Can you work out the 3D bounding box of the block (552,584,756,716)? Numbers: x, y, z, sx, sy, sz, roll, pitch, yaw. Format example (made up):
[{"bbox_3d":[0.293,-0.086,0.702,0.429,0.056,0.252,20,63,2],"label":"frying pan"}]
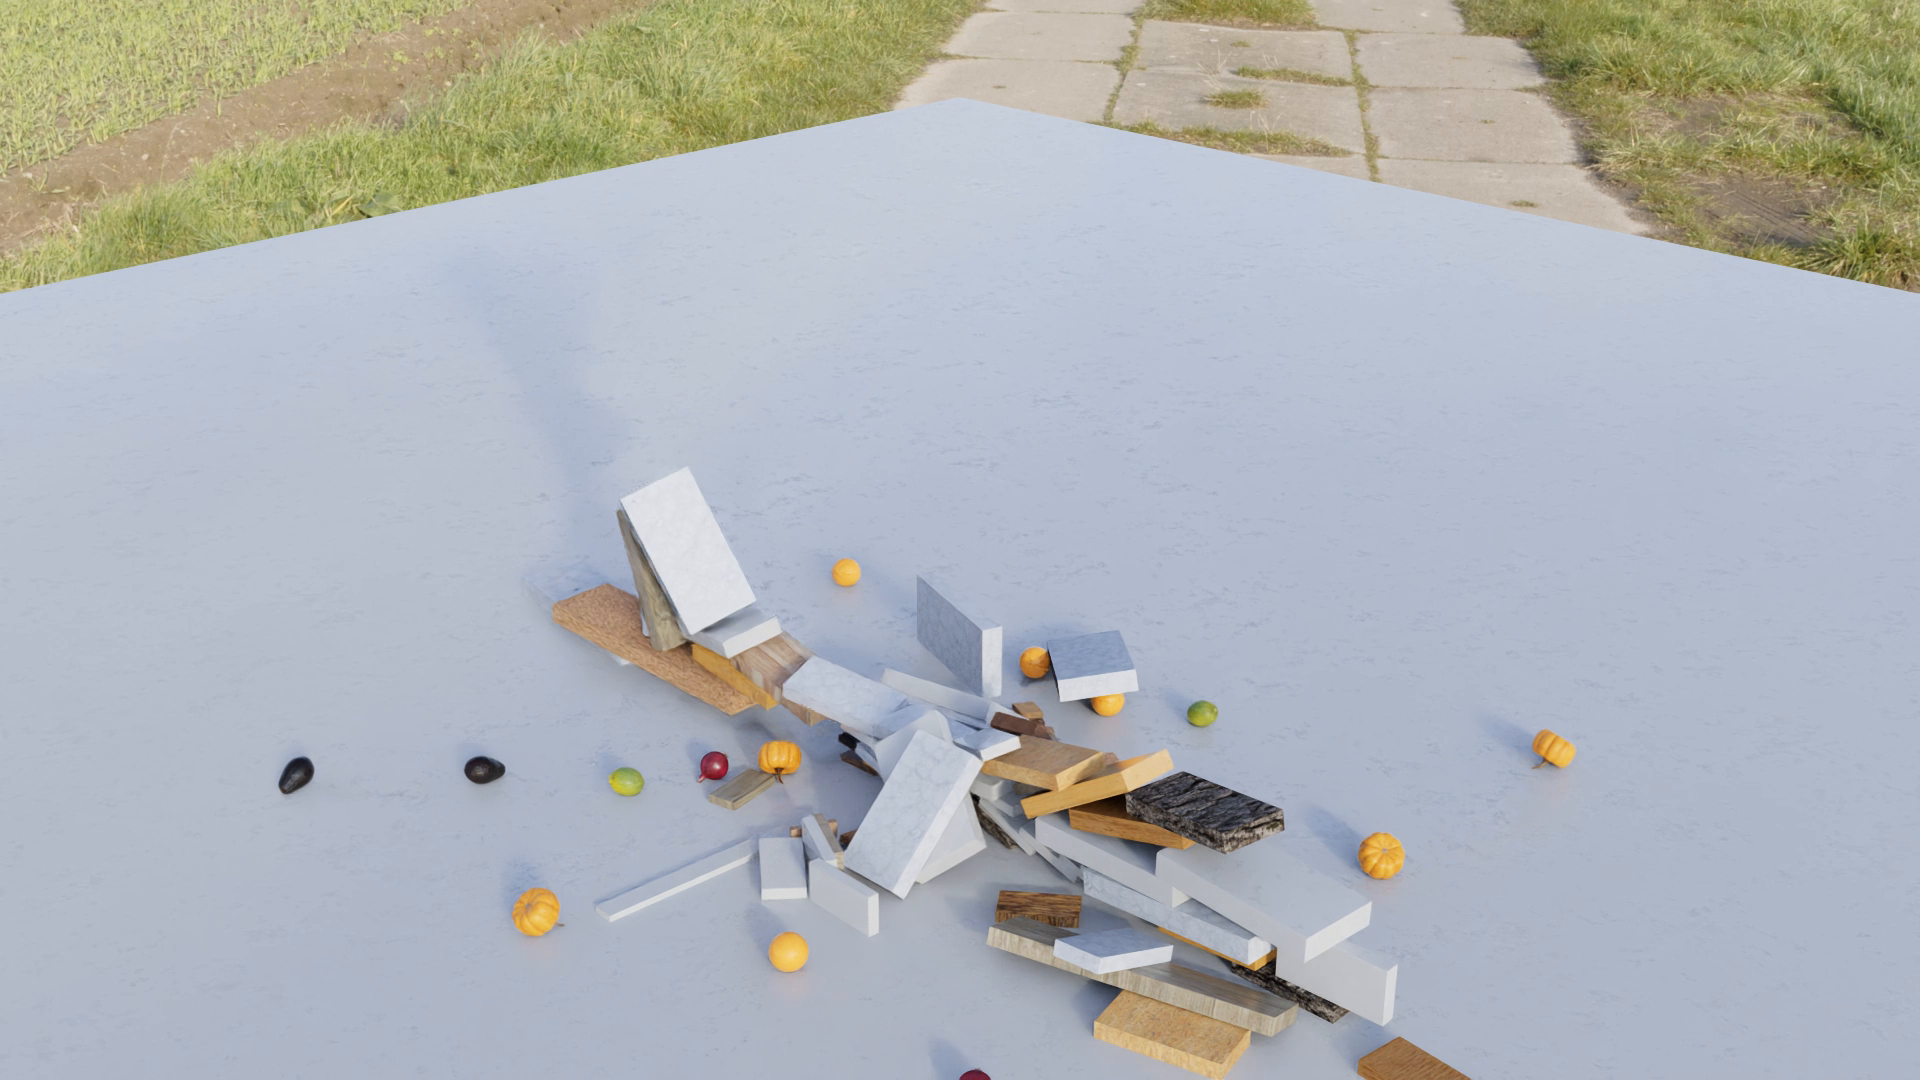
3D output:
[{"bbox_3d":[-0.669,0.242,5.014,0.636,0.047,0.164,22,32,39],"label":"block"}]

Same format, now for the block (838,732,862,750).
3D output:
[{"bbox_3d":[-0.200,0.431,4.627,0.103,0.015,0.051,29,36,30],"label":"block"}]

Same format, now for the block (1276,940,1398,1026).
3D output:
[{"bbox_3d":[0.647,0.741,3.792,0.220,0.110,0.031,20,30,38],"label":"block"}]

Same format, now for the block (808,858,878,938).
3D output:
[{"bbox_3d":[-0.217,0.664,4.088,0.024,0.085,0.169,-20,30,-39],"label":"block"}]

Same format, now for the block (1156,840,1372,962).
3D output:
[{"bbox_3d":[0.531,0.613,3.873,0.173,0.049,0.346,-20,32,-38],"label":"block"}]

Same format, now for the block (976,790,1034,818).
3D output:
[{"bbox_3d":[0.085,0.495,4.367,0.084,0.024,0.167,-17,27,-34],"label":"block"}]

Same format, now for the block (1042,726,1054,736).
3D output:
[{"bbox_3d":[0.069,0.423,4.696,0.235,0.033,0.117,6,21,23],"label":"block"}]

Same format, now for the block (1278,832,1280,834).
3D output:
[{"bbox_3d":[0.554,0.565,4.402,0.155,0.022,0.077,-4,23,-10],"label":"block"}]

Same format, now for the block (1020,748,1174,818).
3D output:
[{"bbox_3d":[0.256,0.460,4.141,0.137,0.039,0.274,-20,-2,-44],"label":"block"}]

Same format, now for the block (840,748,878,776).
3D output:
[{"bbox_3d":[-0.198,0.466,4.644,0.103,0.015,0.051,20,30,39],"label":"block"}]

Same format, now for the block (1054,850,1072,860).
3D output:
[{"bbox_3d":[0.246,0.595,4.196,0.128,0.018,0.064,19,30,41],"label":"block"}]

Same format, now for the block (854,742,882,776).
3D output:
[{"bbox_3d":[-0.121,0.468,4.557,0.093,0.026,0.185,-22,48,-42],"label":"block"}]

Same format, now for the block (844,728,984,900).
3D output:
[{"bbox_3d":[-0.094,0.524,4.219,0.150,0.043,0.301,21,75,41],"label":"block"}]

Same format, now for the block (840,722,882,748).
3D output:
[{"bbox_3d":[-0.148,0.403,4.556,0.185,0.026,0.093,28,35,31],"label":"block"}]

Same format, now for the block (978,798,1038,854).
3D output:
[{"bbox_3d":[0.118,0.553,4.348,0.079,0.022,0.158,-19,47,-38],"label":"block"}]

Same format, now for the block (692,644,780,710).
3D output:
[{"bbox_3d":[-0.451,0.273,4.803,0.135,0.038,0.269,-25,38,-34],"label":"block"}]

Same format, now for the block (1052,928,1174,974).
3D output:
[{"bbox_3d":[0.271,0.723,3.876,0.103,0.029,0.206,15,9,42],"label":"block"}]

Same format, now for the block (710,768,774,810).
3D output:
[{"bbox_3d":[-0.449,0.513,4.527,0.066,0.019,0.131,15,27,31],"label":"block"}]

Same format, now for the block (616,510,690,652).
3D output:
[{"bbox_3d":[-0.650,0.067,4.938,0.164,0.329,0.047,-21,13,-33],"label":"block"}]

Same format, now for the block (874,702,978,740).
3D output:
[{"bbox_3d":[-0.050,0.400,4.435,0.119,0.034,0.238,-21,30,-39],"label":"block"}]

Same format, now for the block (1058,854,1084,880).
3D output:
[{"bbox_3d":[0.256,0.631,4.206,0.064,0.018,0.128,-21,47,-40],"label":"block"}]

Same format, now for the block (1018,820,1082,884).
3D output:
[{"bbox_3d":[0.197,0.597,4.271,0.079,0.022,0.158,-21,46,-40],"label":"block"}]

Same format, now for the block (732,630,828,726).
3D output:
[{"bbox_3d":[-0.352,0.291,4.695,0.135,0.038,0.269,-26,44,-35],"label":"block"}]

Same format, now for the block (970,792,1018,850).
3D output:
[{"bbox_3d":[0.077,0.544,4.386,0.084,0.024,0.167,-19,47,-38],"label":"block"}]

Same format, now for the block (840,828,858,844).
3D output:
[{"bbox_3d":[-0.181,0.582,4.343,0.052,0.015,0.103,9,15,42],"label":"block"}]

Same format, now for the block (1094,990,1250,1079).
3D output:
[{"bbox_3d":[0.361,0.839,3.741,0.237,0.034,0.118,13,26,28],"label":"block"}]

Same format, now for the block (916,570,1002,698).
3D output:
[{"bbox_3d":[-0.004,0.214,5.036,0.048,0.171,0.342,-11,25,-24],"label":"block"}]

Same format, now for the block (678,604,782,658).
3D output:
[{"bbox_3d":[-0.507,0.190,4.823,0.135,0.038,0.269,-25,19,-23],"label":"block"}]

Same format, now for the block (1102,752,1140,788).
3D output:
[{"bbox_3d":[0.299,0.498,4.480,0.108,0.030,0.215,-8,21,-15],"label":"block"}]

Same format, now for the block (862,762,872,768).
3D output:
[{"bbox_3d":[-0.147,0.472,4.597,0.103,0.015,0.051,24,33,33],"label":"block"}]

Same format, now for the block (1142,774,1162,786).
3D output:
[{"bbox_3d":[0.345,0.501,4.552,0.149,0.021,0.075,0,23,-1],"label":"block"}]

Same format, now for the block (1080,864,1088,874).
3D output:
[{"bbox_3d":[0.294,0.647,4.164,0.064,0.018,0.128,-21,47,-40],"label":"block"}]
